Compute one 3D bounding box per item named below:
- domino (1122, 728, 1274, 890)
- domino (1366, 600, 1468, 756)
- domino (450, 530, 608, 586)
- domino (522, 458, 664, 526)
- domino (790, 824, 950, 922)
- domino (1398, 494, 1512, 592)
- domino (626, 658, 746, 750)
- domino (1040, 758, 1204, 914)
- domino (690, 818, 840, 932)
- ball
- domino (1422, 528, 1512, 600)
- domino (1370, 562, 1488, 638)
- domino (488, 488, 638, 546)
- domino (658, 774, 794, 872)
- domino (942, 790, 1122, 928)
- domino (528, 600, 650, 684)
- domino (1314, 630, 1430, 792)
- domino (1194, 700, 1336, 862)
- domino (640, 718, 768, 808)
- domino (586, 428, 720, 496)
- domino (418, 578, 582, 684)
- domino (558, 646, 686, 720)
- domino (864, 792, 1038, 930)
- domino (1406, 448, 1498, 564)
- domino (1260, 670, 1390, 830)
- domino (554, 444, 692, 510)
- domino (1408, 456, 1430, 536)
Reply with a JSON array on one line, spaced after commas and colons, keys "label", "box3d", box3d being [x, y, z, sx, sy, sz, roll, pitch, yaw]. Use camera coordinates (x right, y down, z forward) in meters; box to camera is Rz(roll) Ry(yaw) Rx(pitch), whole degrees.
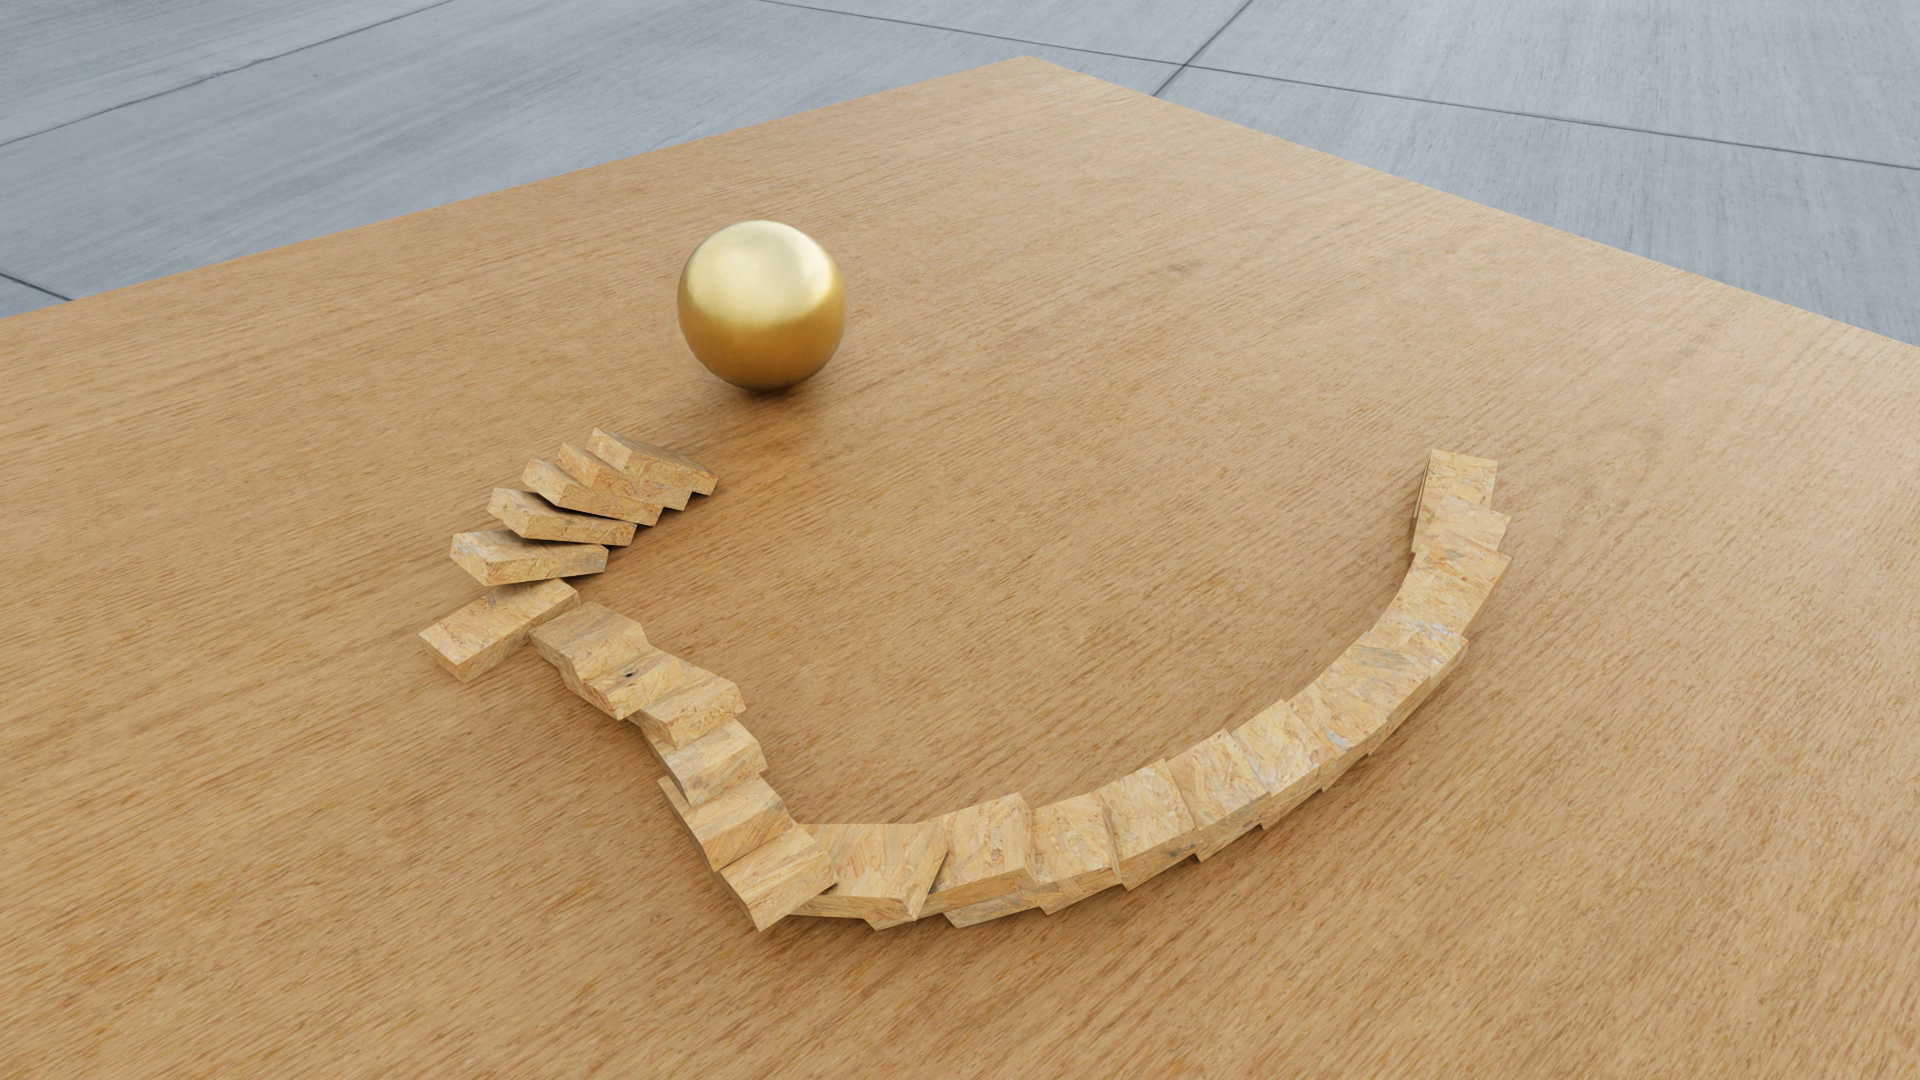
[{"label": "domino", "box3d": [0.065, 0.080, 0.330, 0.050, 0.010, 0.025, -31, 43, 1]}, {"label": "domino", "box3d": [0.144, 0.046, 0.372, 0.050, 0.010, 0.025, -42, 51, -9]}, {"label": "domino", "box3d": [-0.164, 0.005, 0.420, 0.025, 0.010, 0.050, 29, 21, 31]}, {"label": "domino", "box3d": [-0.147, -0.019, 0.442, 0.025, 0.010, 0.050, 29, 7, 31]}, {"label": "domino", "box3d": [-0.030, 0.094, 0.313, 0.050, 0.010, 0.025, -9, 32, 32]}, {"label": "domino", "box3d": [0.188, 0.009, 0.419, 0.025, 0.010, 0.050, 23, 67, 26]}, {"label": "domino", "box3d": [-0.094, 0.053, 0.363, 0.025, 0.010, 0.050, -30, 23, -32]}, {"label": "domino", "box3d": [0.043, 0.087, 0.322, 0.050, 0.009, 0.025, -27, 41, 6]}, {"label": "domino", "box3d": [-0.057, 0.091, 0.316, 0.025, 0.010, 0.050, -28, 22, -24]}, {"label": "ball", "box3d": [-0.094, -0.111, 0.523, 0.080, 0.080, 0.080, 0, 39, 0]}, {"label": "domino", "box3d": [0.176, 0.022, 0.401, 0.025, 0.009, 0.050, 31, 72, 31]}, {"label": "domino", "box3d": [0.160, 0.034, 0.387, 0.025, 0.010, 0.050, 32, 73, 33]}, {"label": "domino", "box3d": [-0.156, -0.009, 0.432, 0.025, 0.009, 0.050, 29, 12, 31]}, {"label": "domino", "box3d": [-0.071, 0.079, 0.330, 0.025, 0.010, 0.050, -26, 21, -23]}, {"label": "domino", "box3d": [0.019, 0.092, 0.315, 0.050, 0.010, 0.025, -21, 38, 15]}, {"label": "domino", "box3d": [-0.131, 0.035, 0.385, 0.025, 0.009, 0.050, -29, 23, -30]}, {"label": "domino", "box3d": [0.126, 0.056, 0.360, 0.050, 0.010, 0.025, -41, 50, -8]}, {"label": "domino", "box3d": [0.087, 0.074, 0.338, 0.050, 0.010, 0.025, -33, 45, -1]}, {"label": "domino", "box3d": [-0.082, 0.065, 0.347, 0.025, 0.009, 0.050, -26, 21, -23]}, {"label": "domino", "box3d": [-0.127, -0.032, 0.459, 0.025, 0.009, 0.050, 29, 7, 31]}, {"label": "domino", "box3d": [-0.169, 0.030, 0.407, 0.025, 0.010, 0.050, 27, 47, 29]}, {"label": "domino", "box3d": [-0.115, 0.045, 0.372, 0.025, 0.010, 0.050, -30, 23, -31]}, {"label": "domino", "box3d": [-0.004, 0.092, 0.315, 0.050, 0.009, 0.025, -21, 37, 15]}, {"label": "domino", "box3d": [0.197, -0.011, 0.440, 0.025, 0.009, 0.050, 14, 64, 18]}, {"label": "domino", "box3d": [0.107, 0.066, 0.348, 0.050, 0.010, 0.025, -36, 46, -4]}, {"label": "domino", "box3d": [-0.137, -0.025, 0.450, 0.025, 0.009, 0.050, 29, 7, 31]}, {"label": "domino", "box3d": [0.207, -0.017, 0.464, 0.025, 0.009, 0.050, 17, 42, 19]}]
